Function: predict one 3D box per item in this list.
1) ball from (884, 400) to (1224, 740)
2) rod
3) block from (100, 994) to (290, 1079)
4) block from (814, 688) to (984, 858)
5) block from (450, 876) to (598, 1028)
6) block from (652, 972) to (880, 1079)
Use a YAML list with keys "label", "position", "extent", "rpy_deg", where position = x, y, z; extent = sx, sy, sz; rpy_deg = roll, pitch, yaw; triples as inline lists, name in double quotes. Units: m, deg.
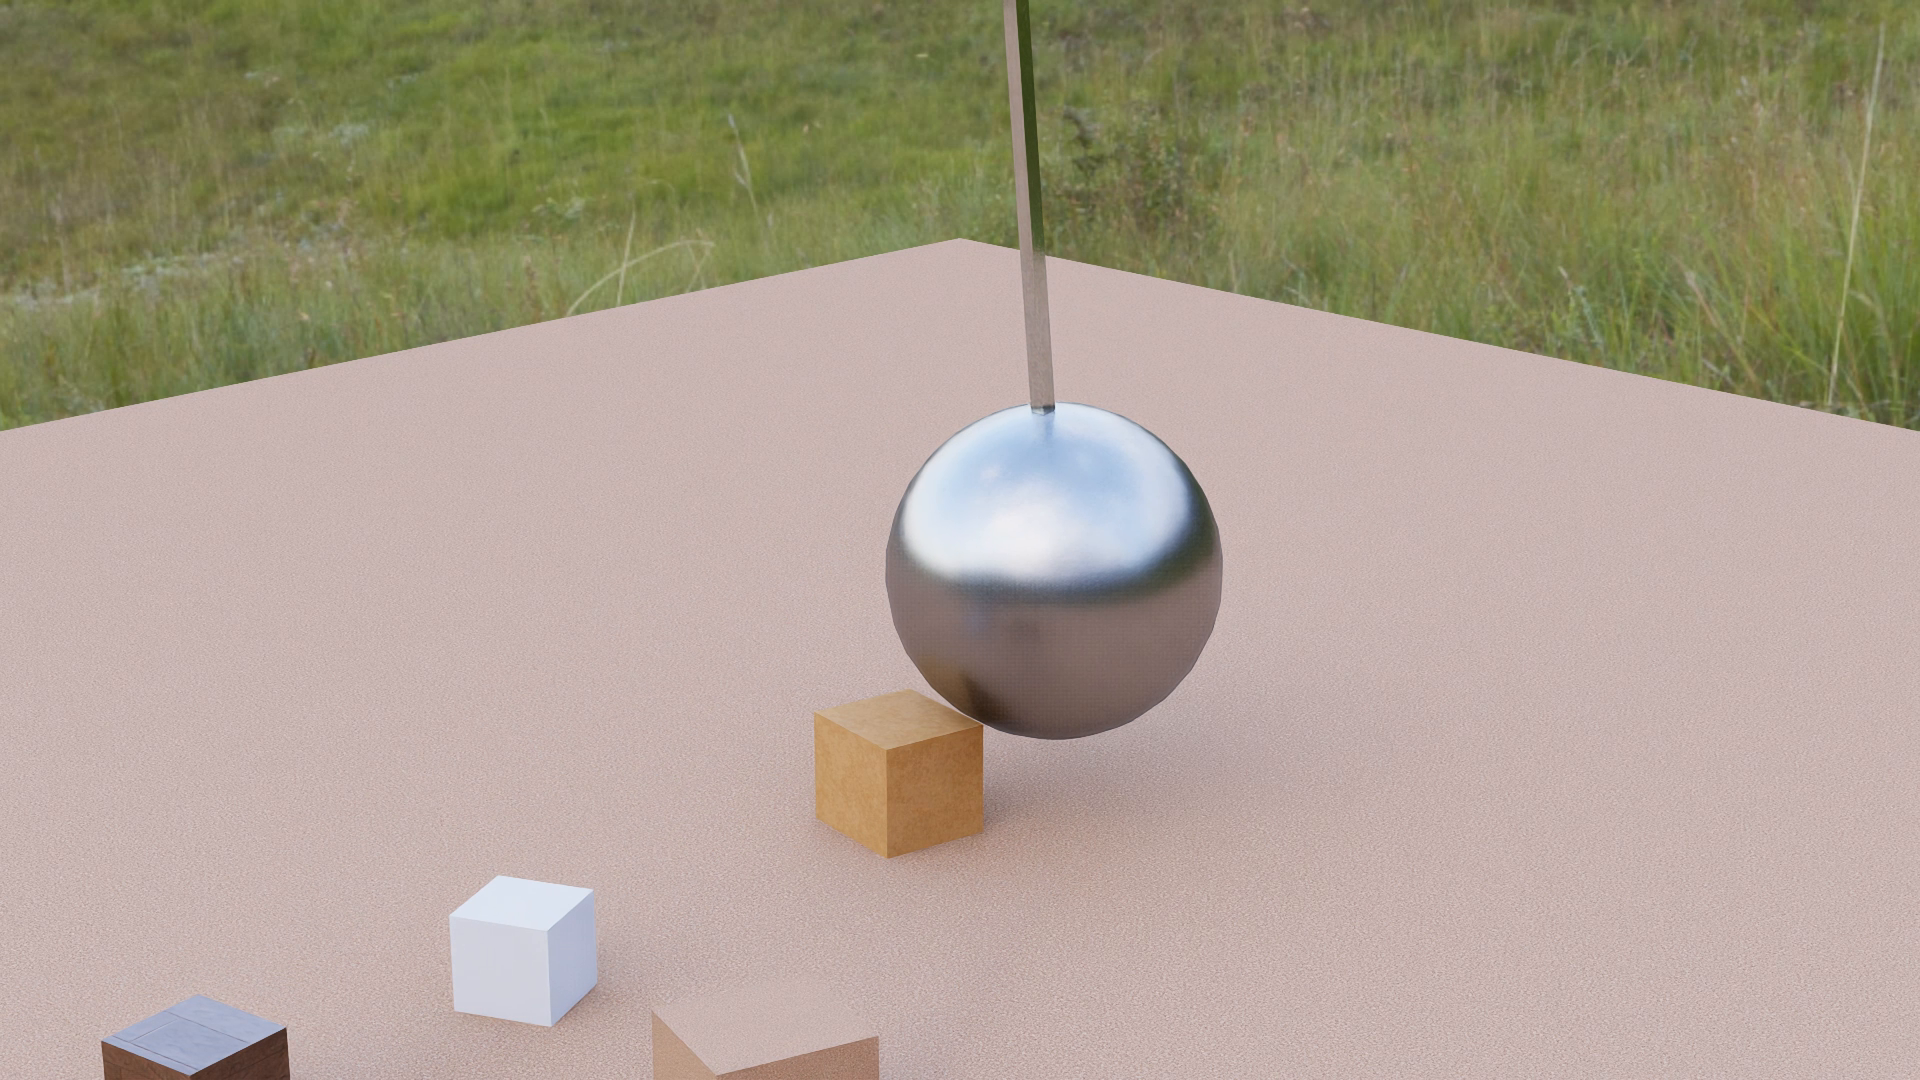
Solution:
- label: "ball"
  position: [0.444, 0.144, 13.853]
  extent: [1.600, 1.600, 1.600]
  rpy_deg: [0, 17, 0]
- label: "rod"
  position: [0.192, -3.006, 12.599]
  extent: [0.080, 5.200, 0.080]
  rpy_deg: [17, 30, 42]
- label: "block"
  position: [-2.856, 2.063, 11.002]
  extent: [0.486, 0.466, 0.467]
  rpy_deg: [12, 21, 33]
- label: "block"
  position: [-0.292, 1.101, 13.934]
  extent: [0.552, 0.544, 0.607]
  rpy_deg: [-12, 21, -34]
- label: "block"
  position: [-1.812, 1.706, 12.199]
  extent: [0.446, 0.430, 0.428]
  rpy_deg: [6, 18, 18]
- label: "block"
  position: [-0.724, 2.045, 10.918]
  extent: [0.650, 0.551, 0.597]
  rpy_deg: [-9, 20, -27]
